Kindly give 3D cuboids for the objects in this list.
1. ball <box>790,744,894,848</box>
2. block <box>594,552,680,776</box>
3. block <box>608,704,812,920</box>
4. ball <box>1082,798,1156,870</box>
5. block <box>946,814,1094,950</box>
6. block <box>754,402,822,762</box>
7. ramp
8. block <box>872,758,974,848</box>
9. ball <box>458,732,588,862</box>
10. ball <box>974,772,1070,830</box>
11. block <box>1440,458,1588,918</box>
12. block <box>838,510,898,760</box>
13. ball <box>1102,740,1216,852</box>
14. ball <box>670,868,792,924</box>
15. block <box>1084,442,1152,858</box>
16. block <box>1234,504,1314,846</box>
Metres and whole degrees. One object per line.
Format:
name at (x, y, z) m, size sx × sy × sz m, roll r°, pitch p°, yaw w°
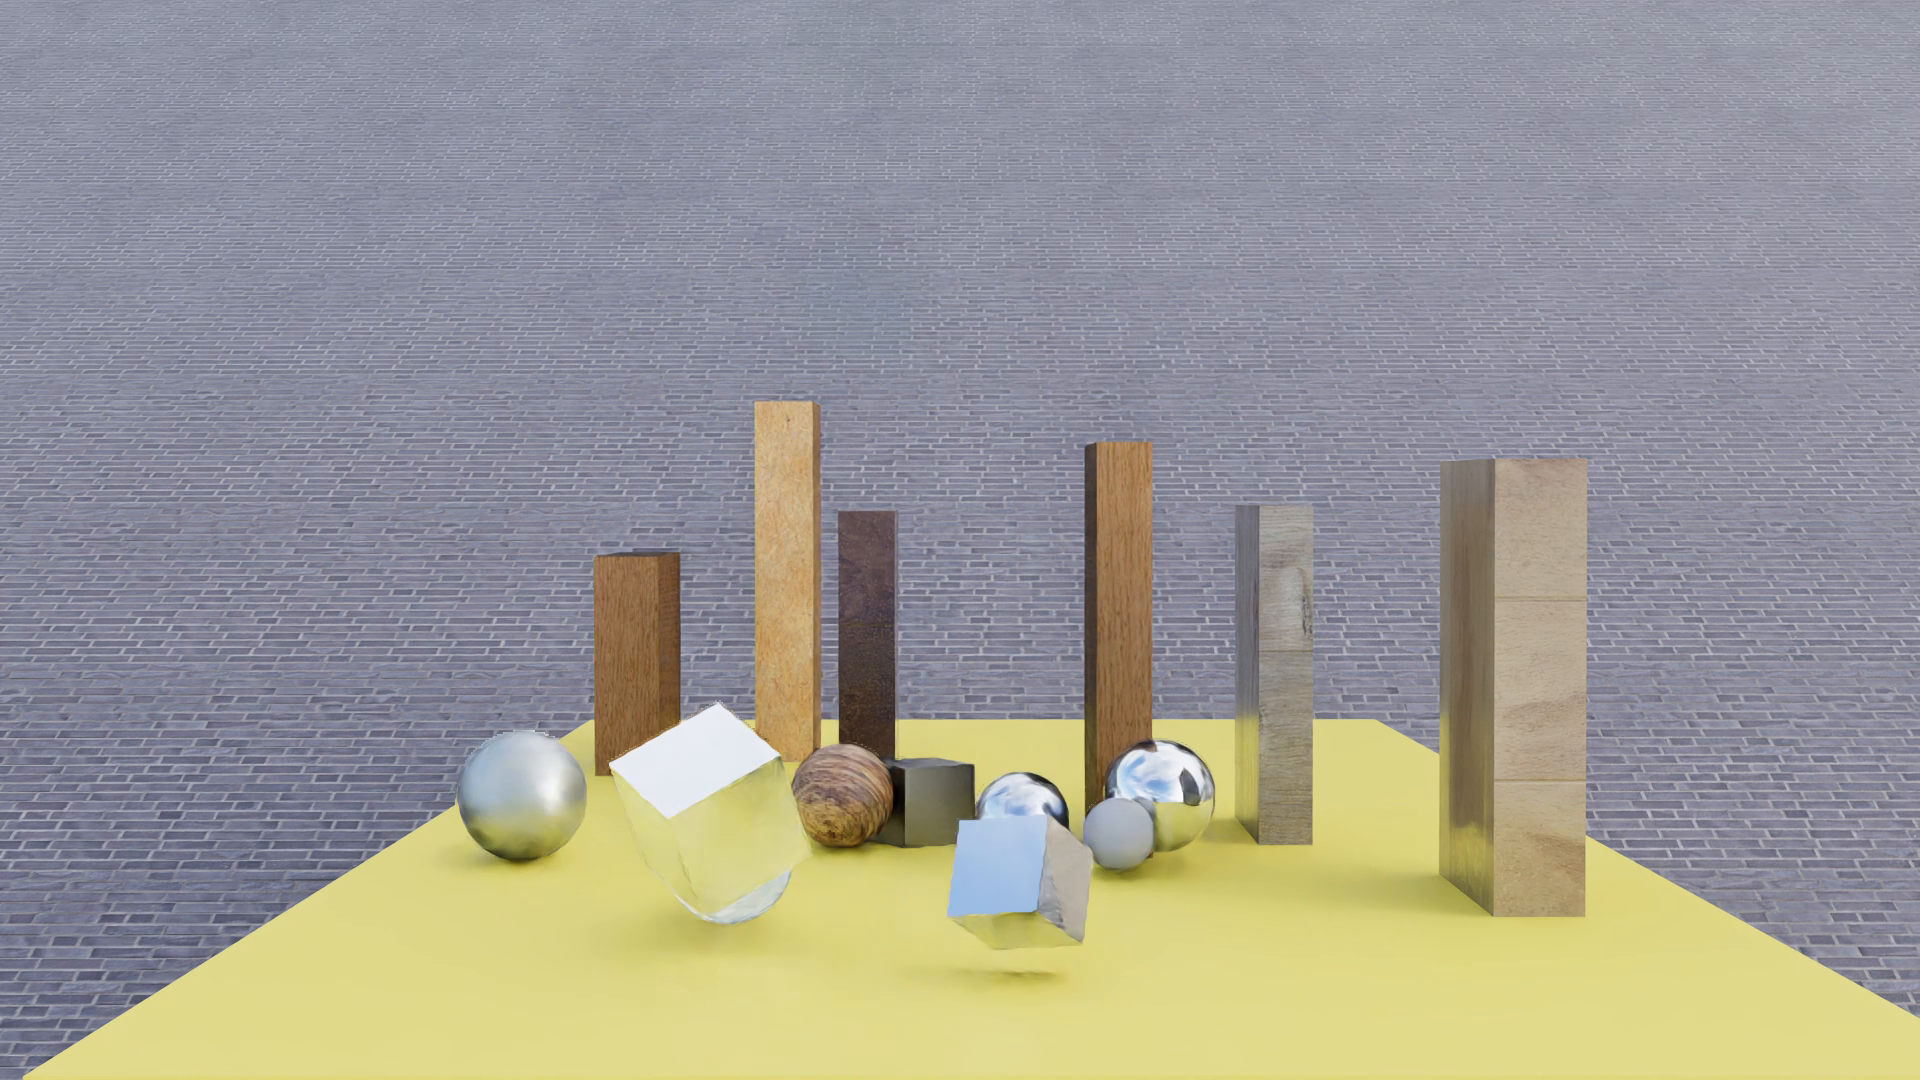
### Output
ball at (-0.193, 0.418, 4.220) m, size 0.171 × 0.171 × 0.171 m, roll 0°, pitch 27°, yaw 0°
block at (-0.685, 0.255, 5.504) m, size 0.132 × 0.449 × 0.417 m, roll 0°, pitch 1°, yaw 0°
block at (-0.318, 0.345, 3.300) m, size 0.165 × 0.165 × 0.165 m, roll -29°, pitch 34°, yaw -22°
ball at (0.240, 0.445, 3.904) m, size 0.111 × 0.111 × 0.111 m, roll 0°, pitch 27°, yaw 0°
block at (0.074, 0.416, 3.126) m, size 0.122 × 0.122 × 0.122 m, roll -8°, pitch 59°, yaw 29°
block at (-0.380, 0.087, 5.728) m, size 0.125 × 0.776 × 0.327 m, roll 0°, pitch 1°, yaw 0°
ramp at (0.061, 0.547, 4.583) m, size 2.000 × 0.100 × 4.000 m, roll 0°, pitch 1°, yaw 0°
block at (-0.066, 0.437, 4.303) m, size 0.131 × 0.131 × 0.131 m, roll -1°, pitch 1°, yaw -31°
ball at (-0.691, 0.406, 4.080) m, size 0.203 × 0.203 × 0.203 m, roll 0°, pitch 27°, yaw 0°
ball at (0.095, 0.434, 4.002) m, size 0.149 × 0.149 × 0.149 m, roll 0°, pitch 27°, yaw 0°
block at (0.794, 0.199, 3.731) m, size 0.126 × 0.628 × 0.400 m, roll 0°, pitch 1°, yaw 0°
block at (-0.176, 0.215, 5.009) m, size 0.107 × 0.547 × 0.294 m, roll 0°, pitch 1°, yaw 0°
ball at (0.310, 0.399, 4.021) m, size 0.176 × 0.176 × 0.176 m, roll 0°, pitch 27°, yaw 0°
ball at (-0.312, 0.432, 3.486) m, size 0.173 × 0.173 × 0.173 m, roll 0°, pitch 27°, yaw 0°
block at (0.262, 0.171, 4.306) m, size 0.088 × 0.661 × 0.403 m, roll 0°, pitch 1°, yaw 0°
block at (0.537, 0.220, 4.436) m, size 0.089 × 0.559 × 0.371 m, roll 0°, pitch 1°, yaw 0°
